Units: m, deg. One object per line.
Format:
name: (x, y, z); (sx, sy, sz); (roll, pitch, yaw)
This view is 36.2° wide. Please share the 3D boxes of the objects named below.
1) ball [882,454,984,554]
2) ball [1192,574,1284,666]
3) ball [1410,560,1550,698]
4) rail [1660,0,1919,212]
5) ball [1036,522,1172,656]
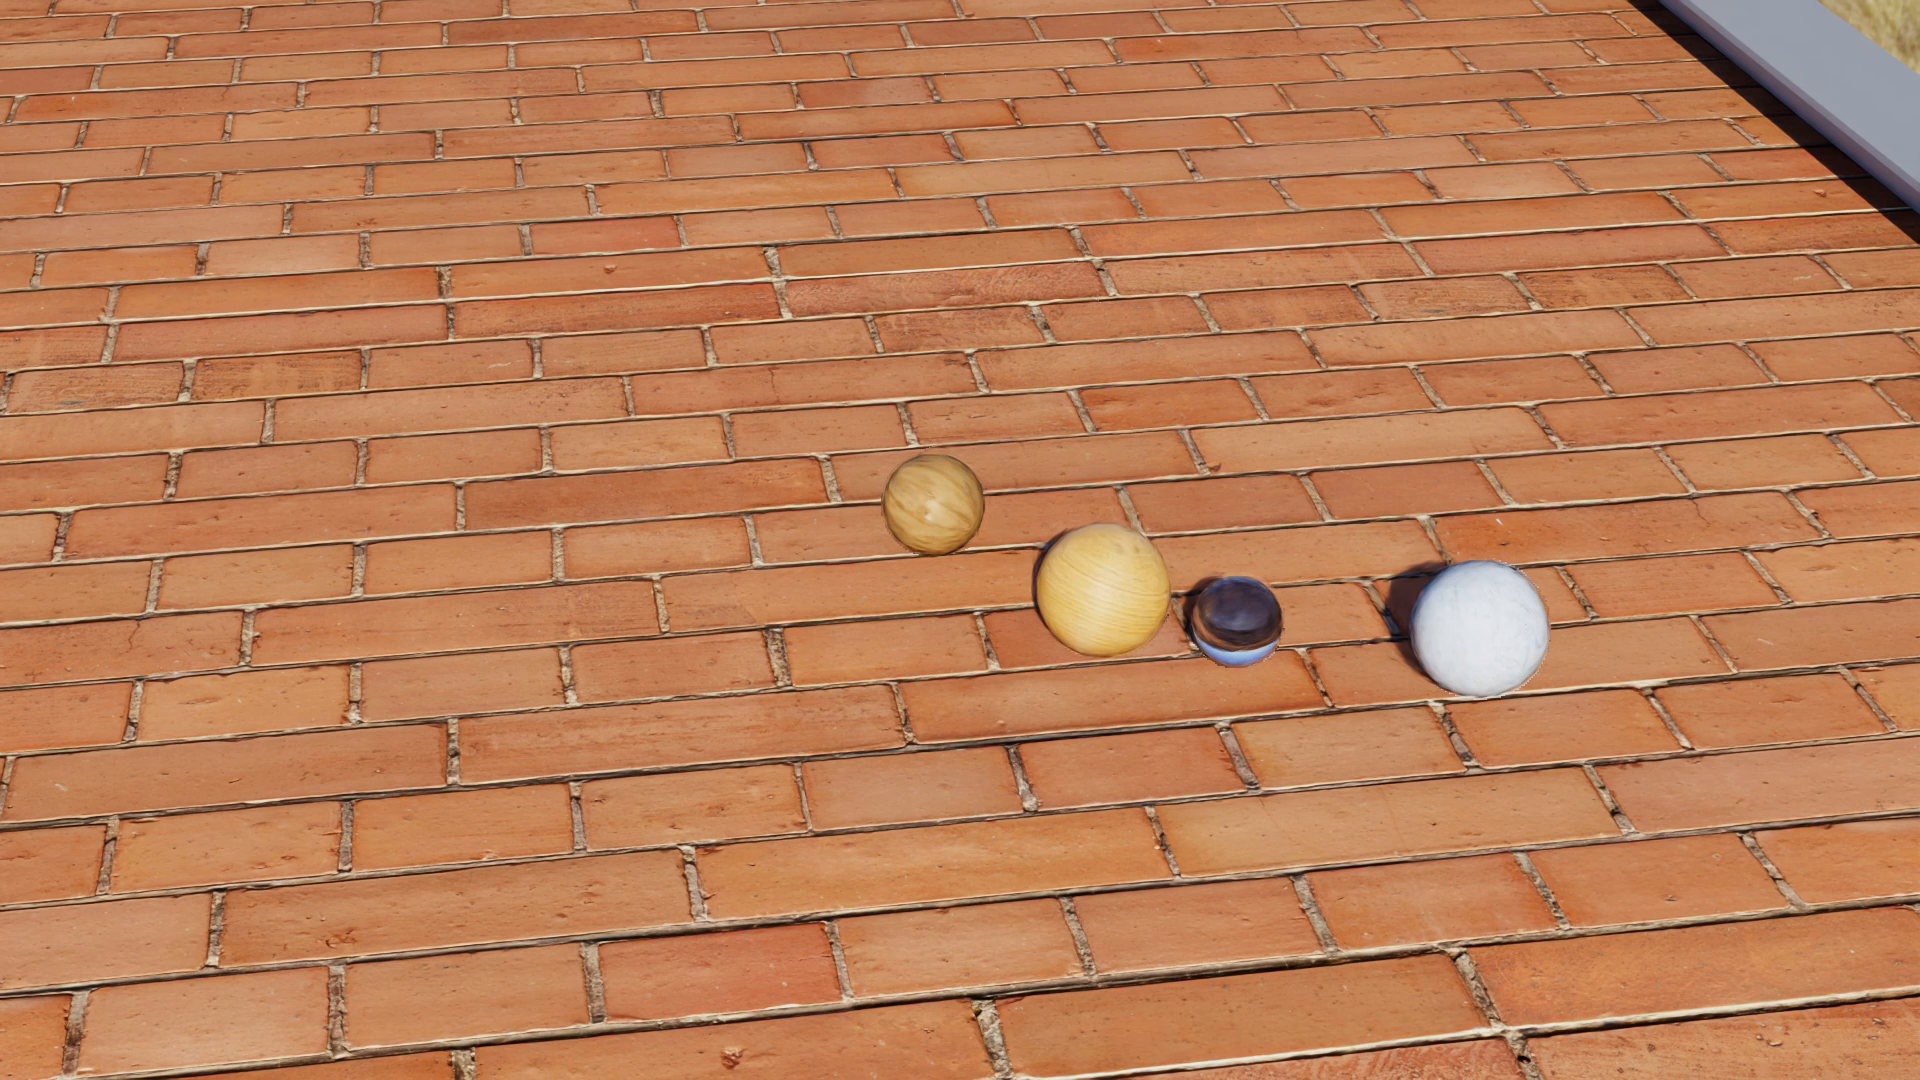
ball: (-0.017, -0.023, 1.869); (0.065, 0.065, 0.065); (0, 28, 0)
ball: (0.165, 0.048, 1.746); (0.054, 0.054, 0.054); (0, 28, 0)
ball: (0.302, 0.052, 1.711); (0.080, 0.080, 0.080); (0, 28, 0)
rail: (0.705, -0.468, 2.666); (0.045, 0.105, 3.345); (-4, 28, -8)
ball: (0.086, 0.029, 1.753); (0.081, 0.081, 0.081); (0, 28, 0)
